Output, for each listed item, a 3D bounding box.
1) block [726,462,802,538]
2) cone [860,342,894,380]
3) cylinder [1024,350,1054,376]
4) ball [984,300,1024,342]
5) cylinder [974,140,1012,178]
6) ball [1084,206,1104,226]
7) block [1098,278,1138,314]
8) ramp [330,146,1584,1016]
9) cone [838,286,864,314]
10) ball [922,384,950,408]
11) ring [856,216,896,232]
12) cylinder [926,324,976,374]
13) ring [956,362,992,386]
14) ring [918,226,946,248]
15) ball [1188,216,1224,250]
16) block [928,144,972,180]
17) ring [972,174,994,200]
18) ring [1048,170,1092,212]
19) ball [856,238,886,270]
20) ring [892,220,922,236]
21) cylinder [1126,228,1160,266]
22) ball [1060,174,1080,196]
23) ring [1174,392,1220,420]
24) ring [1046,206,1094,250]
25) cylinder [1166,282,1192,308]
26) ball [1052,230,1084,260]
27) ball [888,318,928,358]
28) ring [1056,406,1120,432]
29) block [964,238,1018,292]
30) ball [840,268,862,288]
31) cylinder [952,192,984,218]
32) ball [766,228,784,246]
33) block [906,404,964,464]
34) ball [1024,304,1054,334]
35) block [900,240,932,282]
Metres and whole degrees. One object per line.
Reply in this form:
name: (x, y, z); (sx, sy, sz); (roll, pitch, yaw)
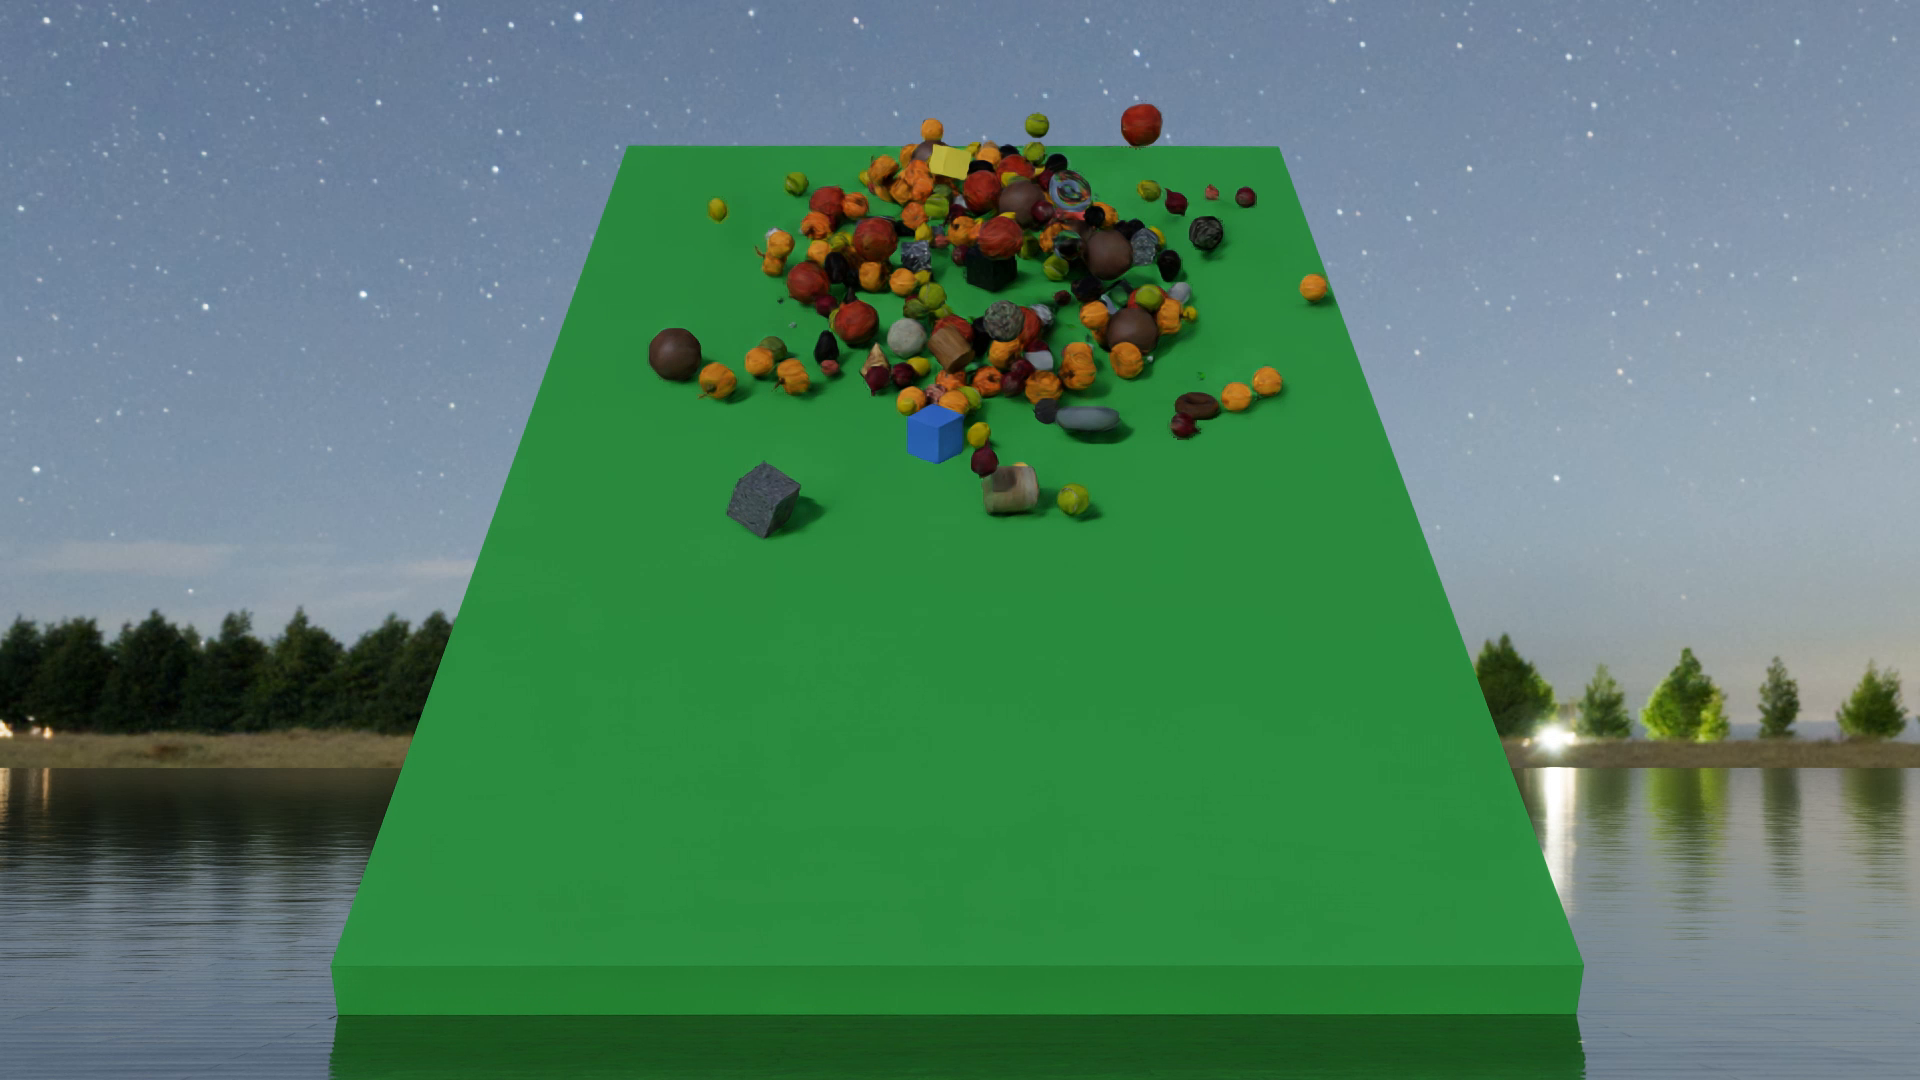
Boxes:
block: (-0.418, -0.085, 5.095); (0.100, 0.100, 0.100); (33, 38, 12)
cone: (-0.203, -0.447, 5.821); (0.085, 0.085, 0.085); (0, 28, 0)
cylinder: (0.191, -0.431, 5.821); (0.057, 0.057, 0.057); (-9, -3, -15)
ball: (0.100, -0.499, 5.458); (0.095, 0.095, 0.095); (0, -5, 0)
cylinder: (0.096, -1.123, 7.052); (0.078, 0.078, 0.078); (45, -29, -26)
ball: (0.356, -0.859, 6.331); (0.055, 0.055, 0.055); (0, -5, 0)
block: (0.406, -0.625, 6.136); (0.061, 0.061, 0.061); (-42, 11, -25)
ramp: (-0.012, -0.222, 5.597); (2.000, 0.100, 4.000); (0, 28, 0)
cone: (-0.283, -0.628, 6.177); (0.066, 0.066, 0.066); (0, 28, 0)
ball: (-0.058, -0.335, 5.632); (0.066, 0.066, 0.066); (0, -5, 0)
ring: (-0.233, -0.875, 6.615); (0.113, 0.038, 0.113); (-5, 14, 1)
cylinder: (-0.021, -0.451, 5.648); (0.084, 0.084, 0.084); (-34, -16, -11)
ring: (0.032, -0.402, 5.791); (0.088, 0.029, 0.088); (-2, 36, 2)
ring: (-0.080, -0.835, 6.586); (0.078, 0.078, 0.026); (0, -42, 4)
ball: (0.675, -0.844, 6.556); (0.095, 0.095, 0.095); (0, -5, 0)
block: (-0.028, -1.071, 6.779); (0.081, 0.081, 0.081); (9, 7, -31)
ring: (0.067, -1.015, 6.870); (0.028, 0.083, 0.083); (37, 14, 28)
ring: (0.285, -0.903, 6.183); (0.123, 0.123, 0.041); (3, -25, -27)
ball: (-0.239, -0.767, 6.418); (0.084, 0.084, 0.084); (0, -5, 0)
ring: (-0.147, -0.871, 6.672); (0.086, 0.029, 0.086); (0, 27, 0)
cylinder: (0.497, -0.795, 6.481); (0.078, 0.078, 0.078); (-1, 27, 14)
ball: (0.313, -1.006, 6.772); (0.060, 0.060, 0.060); (0, -5, 0)
ring: (0.559, -0.316, 5.634); (0.108, 0.036, 0.108); (0, 27, 0)
ring: (0.299, -0.847, 6.485); (0.135, 0.135, 0.045); (0, 4, -4)
cylinder: (0.569, -0.638, 6.215); (0.053, 0.053, 0.053); (-3, 24, 31)
ball: (0.276, -0.756, 6.127); (0.079, 0.079, 0.079); (0, -5, 0)
ball: (-0.130, -0.499, 5.902); (0.100, 0.100, 0.100); (0, -5, 0)
ring: (0.293, -0.279, 5.485); (0.149, 0.050, 0.149); (1, 9, 0)
block: (0.082, -0.723, 6.282); (0.093, 0.093, 0.093); (23, 44, 35)
ball: (-0.287, -0.693, 6.311); (0.055, 0.055, 0.055); (0, -5, 0)
cylinder: (0.022, -0.953, 6.778); (0.062, 0.062, 0.062); (-22, 11, -41)
ball: (-0.510, -0.836, 6.581); (0.052, 0.052, 0.052); (0, -5, 0)
block: (-0.056, -0.240, 5.428); (0.092, 0.092, 0.092); (21, 35, 34)
ball: (0.198, -0.560, 6.044); (0.076, 0.076, 0.076); (0, -5, 0)
block: (-0.116, -0.743, 6.363); (0.077, 0.077, 0.077); (-6, 37, 0)
